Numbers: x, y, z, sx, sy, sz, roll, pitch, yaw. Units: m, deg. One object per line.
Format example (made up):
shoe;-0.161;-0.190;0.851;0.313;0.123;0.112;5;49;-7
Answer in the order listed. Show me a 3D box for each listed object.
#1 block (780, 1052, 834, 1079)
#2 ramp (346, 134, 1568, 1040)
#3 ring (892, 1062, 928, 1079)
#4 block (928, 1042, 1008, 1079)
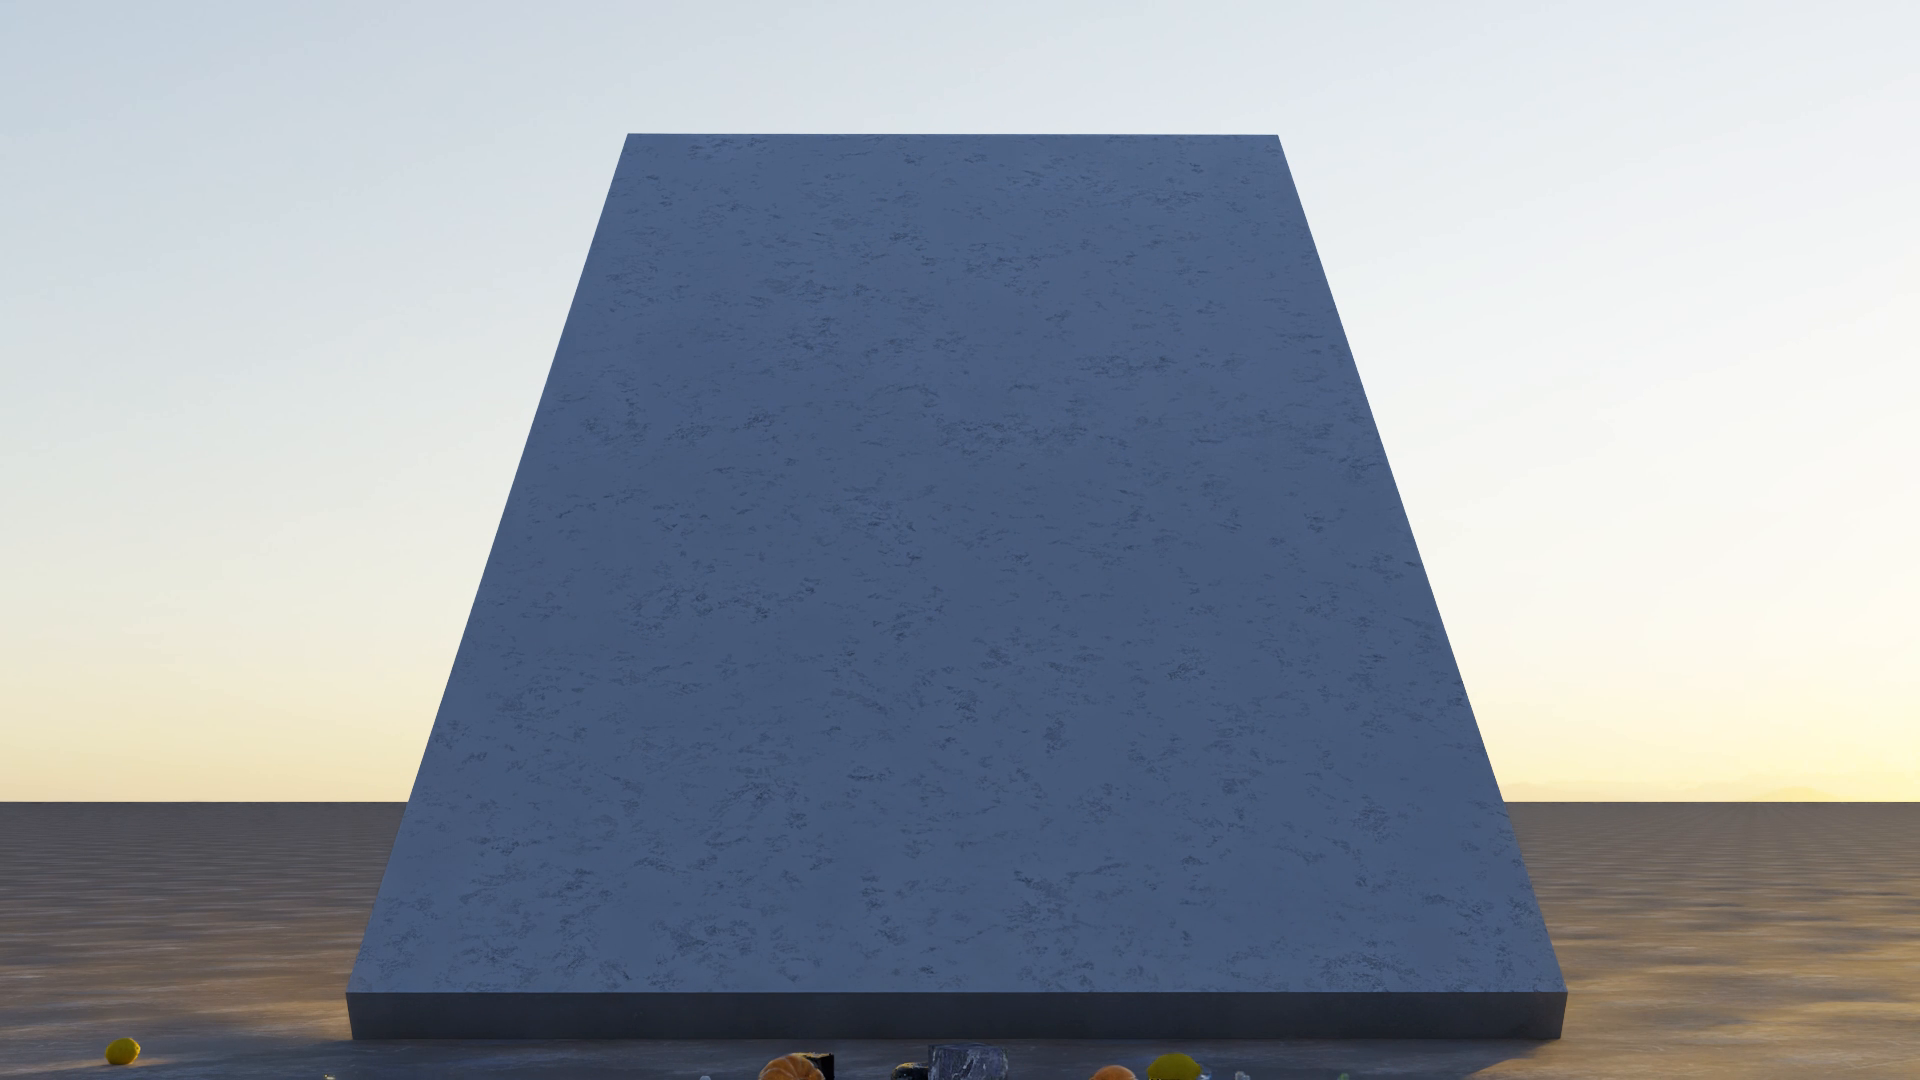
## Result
block;-0.205;0.720;3.247;0.053;0.053;0.053;-3;-7;23
ramp;-0.013;-0.211;5.707;2.000;0.100;4.000;0;30;0
ring;-0.036;0.731;3.271;0.116;0.039;0.116;1;-7;0
block;0.010;0.694;3.118;0.078;0.078;0.078;3;-7;-23
